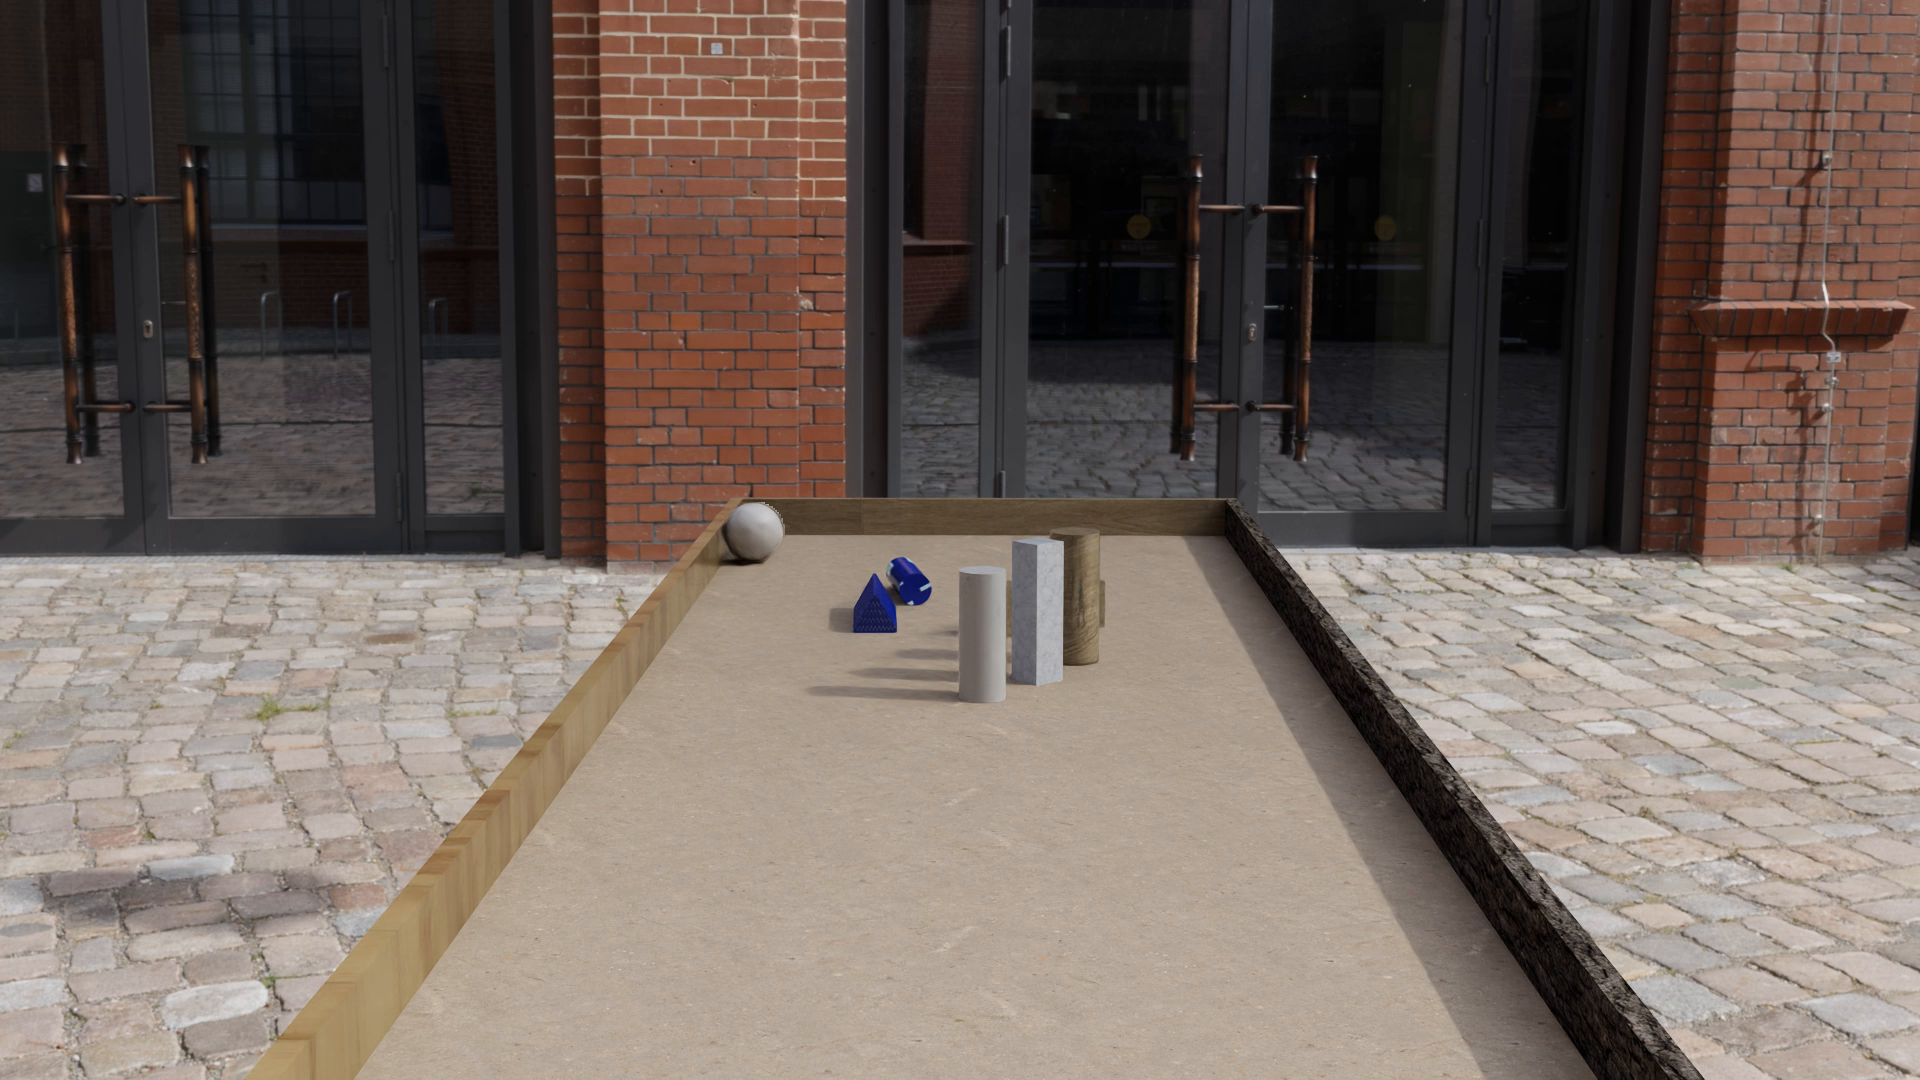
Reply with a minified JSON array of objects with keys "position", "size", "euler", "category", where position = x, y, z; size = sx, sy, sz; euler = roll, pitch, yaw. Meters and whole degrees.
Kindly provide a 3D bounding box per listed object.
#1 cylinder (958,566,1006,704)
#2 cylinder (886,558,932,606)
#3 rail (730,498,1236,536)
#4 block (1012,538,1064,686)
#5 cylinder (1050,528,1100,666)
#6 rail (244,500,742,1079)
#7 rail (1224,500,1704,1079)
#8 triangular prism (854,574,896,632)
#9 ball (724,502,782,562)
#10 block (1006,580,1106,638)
[{"position":[0.063,0.264,6.172],"size":[0.133,0.366,0.133],"euler":[0,9,0],"category":"cylinder"},{"position":[-0.183,0.144,7.744],"size":[0.112,0.112,0.348],"euler":[-2,9,-10],"category":"cylinder"},{"position":[0.099,-0.098,9.147],"size":[2.100,0.150,0.050],"euler":[0,9,1],"category":"rail"},{"position":[0.225,0.206,6.394],"size":[0.106,0.411,0.106],"euler":[-8,12,-41],"category":"block"},{"position":[0.347,0.170,6.661],"size":[0.152,0.399,0.152],"euler":[0,9,0],"category":"cylinder"},{"position":[-1.004,0.839,3.234],"size":[0.050,0.150,12.000],"euler":[0,9,1],"category":"rail"},{"position":[1.046,0.843,3.208],"size":[0.050,0.150,12.000],"euler":[0,9,1],"category":"rail"},{"position":[-0.283,0.206,7.303],"size":[0.140,0.122,0.405],"euler":[0,9,-2],"category":"triangular prism"},{"position":[-0.796,-0.029,8.465],"size":[0.228,0.228,0.228],"euler":[0,9,0],"category":"ball"},{"position":[0.274,0.213,7.176],"size":[0.374,0.153,0.153],"euler":[-5,10,-28],"category":"block"}]
